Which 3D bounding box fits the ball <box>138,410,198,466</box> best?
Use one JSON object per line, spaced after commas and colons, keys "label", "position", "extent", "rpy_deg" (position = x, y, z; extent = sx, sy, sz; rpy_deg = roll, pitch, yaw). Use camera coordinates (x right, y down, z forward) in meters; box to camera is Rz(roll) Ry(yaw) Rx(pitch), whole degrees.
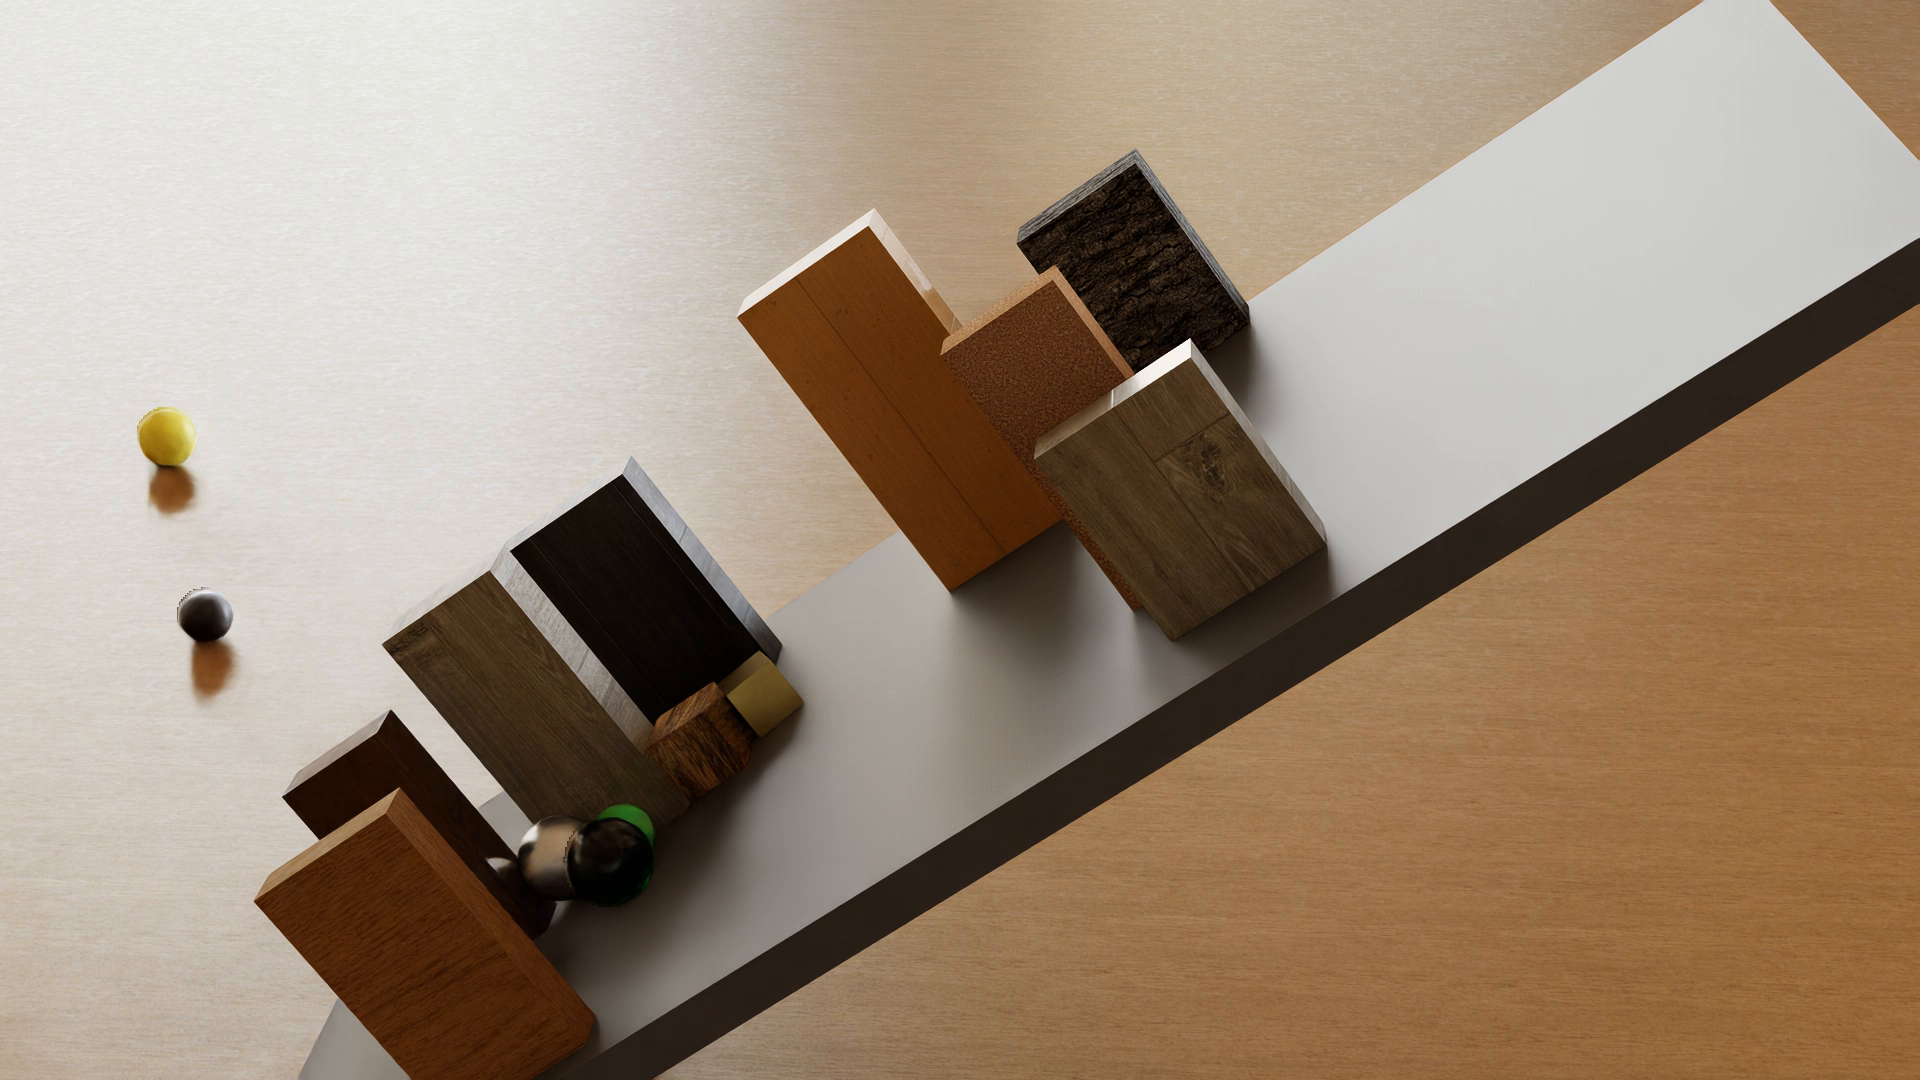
{"label": "ball", "position": [-2.874, -0.371, 10.670], "extent": [0.206, 0.206, 0.206], "rpy_deg": [0, 22, 0]}

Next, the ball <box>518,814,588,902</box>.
{"label": "ball", "position": [-0.880, 0.702, 6.490], "extent": [0.190, 0.190, 0.190], "rpy_deg": [0, 22, 0]}

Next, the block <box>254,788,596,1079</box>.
{"label": "block", "position": [-1.036, 0.815, 5.719], "extent": [0.336, 0.608, 0.110], "rpy_deg": [-33, 16, 16]}

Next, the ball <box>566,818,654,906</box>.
{"label": "ball", "position": [-0.743, 0.683, 6.250], "extent": [0.186, 0.186, 0.186], "rpy_deg": [0, 22, 0]}

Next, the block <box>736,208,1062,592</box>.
{"label": "block", "position": [-0.106, -0.306, 6.552], "extent": [0.362, 0.791, 0.141], "rpy_deg": [-33, 16, 16]}

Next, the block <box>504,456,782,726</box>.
{"label": "block", "position": [-0.768, 0.152, 7.065], "extent": [0.389, 0.596, 0.126], "rpy_deg": [-33, 16, 16]}

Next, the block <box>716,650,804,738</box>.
{"label": "block", "position": [-0.455, 0.350, 6.683], "extent": [0.128, 0.128, 0.128], "rpy_deg": [-39, 15, -7]}

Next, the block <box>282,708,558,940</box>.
{"label": "block", "position": [-1.185, 0.685, 6.472], "extent": [0.275, 0.583, 0.121], "rpy_deg": [-33, 16, 16]}

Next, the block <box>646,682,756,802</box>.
{"label": "block", "position": [-0.579, 0.452, 6.598], "extent": [0.161, 0.161, 0.161], "rpy_deg": [-33, 16, 16]}

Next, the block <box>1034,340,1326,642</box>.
{"label": "block", "position": [0.408, -0.089, 5.444], "extent": [0.346, 0.442, 0.108], "rpy_deg": [-33, 16, 16]}

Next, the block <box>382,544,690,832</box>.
{"label": "block", "position": [-0.930, 0.387, 6.551], "extent": [0.310, 0.700, 0.149], "rpy_deg": [-33, 16, 16]}

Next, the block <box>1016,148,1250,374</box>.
{"label": "block", "position": [0.410, -0.623, 6.929], "extent": [0.337, 0.471, 0.141], "rpy_deg": [-33, 16, 16]}

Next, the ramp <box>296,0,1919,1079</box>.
{"label": "ramp", "position": [0.133, 0.176, 6.312], "extent": [4.000, 0.100, 2.000], "rpy_deg": [-33, 16, 16]}

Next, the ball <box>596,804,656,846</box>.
{"label": "ball", "position": [-0.736, 0.645, 6.435], "extent": [0.138, 0.138, 0.138], "rpy_deg": [0, 22, 0]}

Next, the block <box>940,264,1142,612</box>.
{"label": "block", "position": [0.260, -0.193, 5.696], "extent": [0.263, 0.641, 0.099], "rpy_deg": [-33, 16, 16]}

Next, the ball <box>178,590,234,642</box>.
{"label": "ball", "position": [-2.360, 0.239, 9.206], "extent": [0.164, 0.164, 0.164], "rpy_deg": [0, 22, 0]}
